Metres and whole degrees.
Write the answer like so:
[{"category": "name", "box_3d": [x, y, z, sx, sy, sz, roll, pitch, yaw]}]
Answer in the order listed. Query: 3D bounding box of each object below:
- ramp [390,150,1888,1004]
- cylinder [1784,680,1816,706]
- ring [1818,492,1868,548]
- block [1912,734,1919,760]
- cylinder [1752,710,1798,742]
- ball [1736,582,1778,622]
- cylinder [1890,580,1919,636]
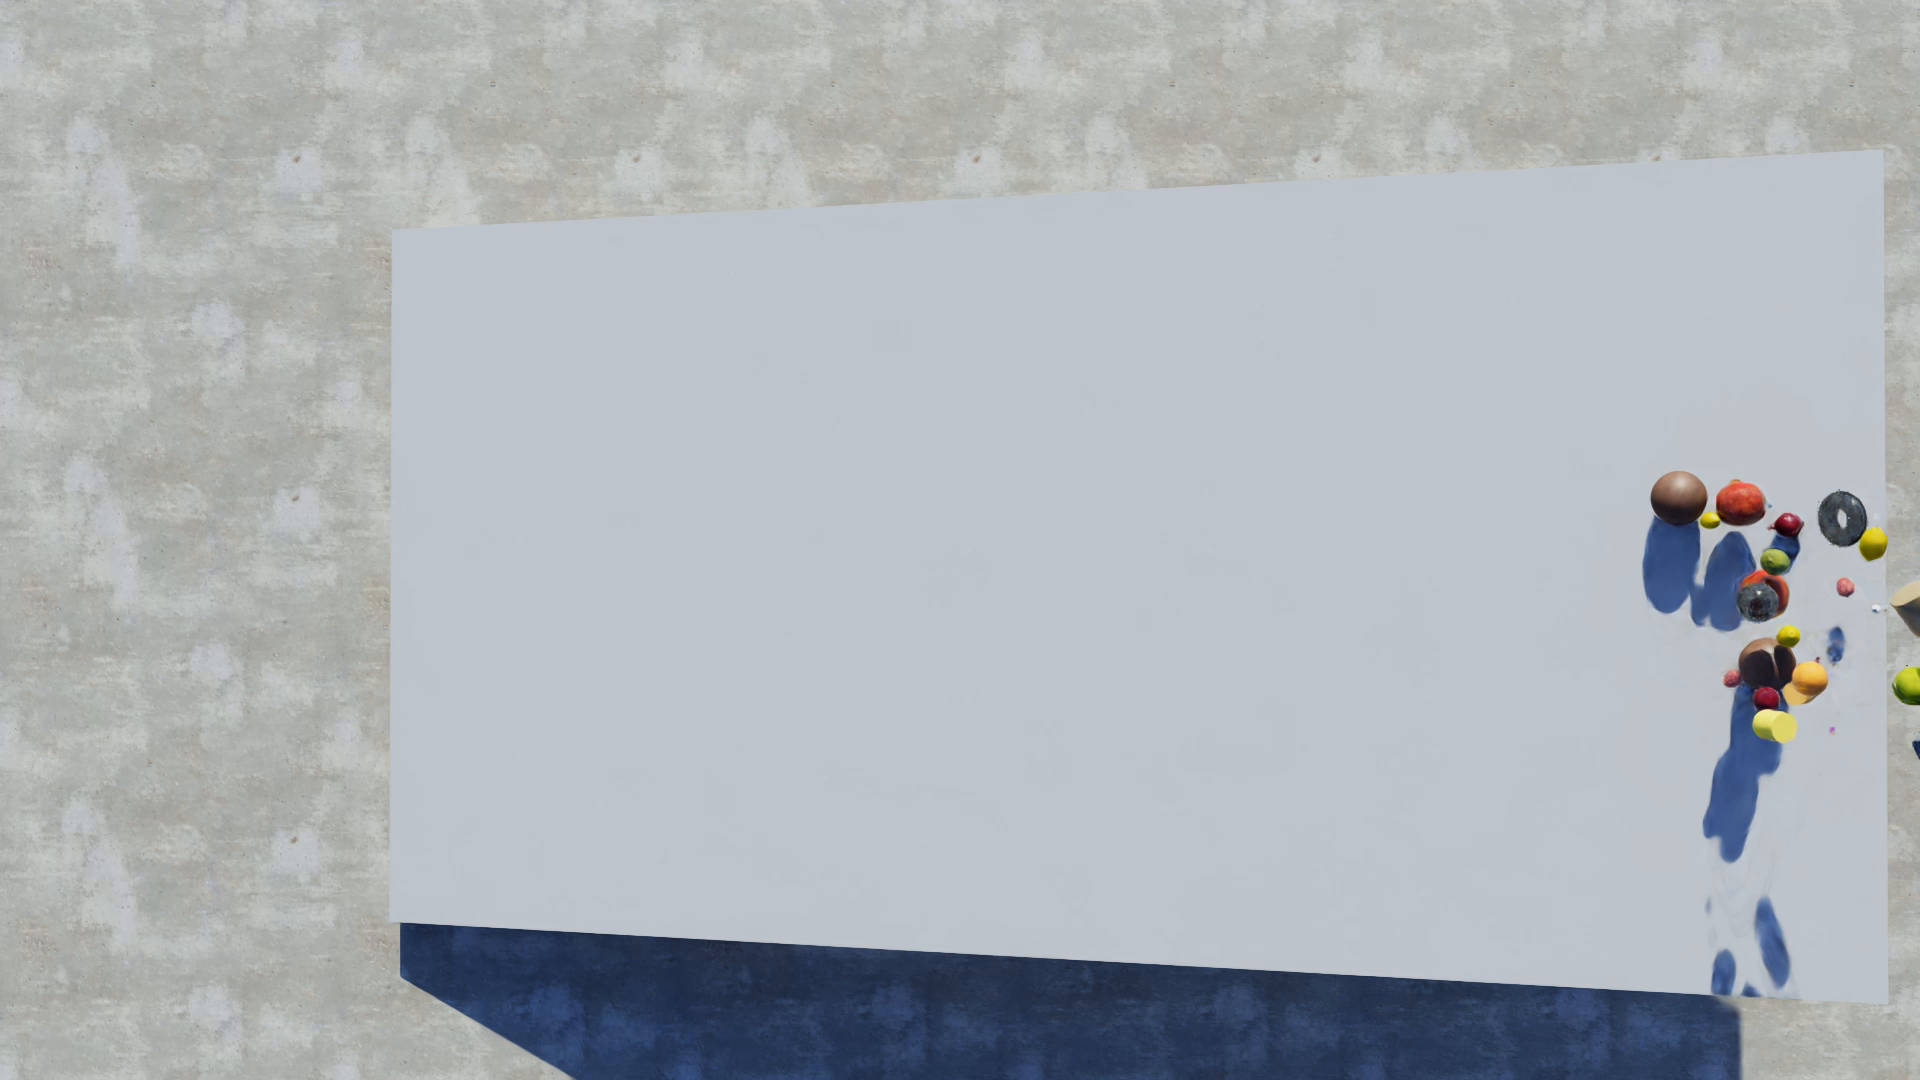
[{"category": "ramp", "box_3d": [0.275, 0.093, 5.797, 4.000, 0.100, 2.000, 0, 89, 18]}, {"category": "cylinder", "box_3d": [1.837, 0.334, 4.812, 0.053, 0.053, 0.053, 2, 94, 41]}, {"category": "ring", "box_3d": [1.883, -0.045, 4.692, 0.040, 0.121, 0.121, -7, 89, -25]}, {"category": "block", "box_3d": [1.846, 0.391, 4.073, 0.098, 0.098, 0.098, -27, 93, -43]}, {"category": "cylinder", "box_3d": [1.687, 0.385, 4.551, 0.062, 0.062, 0.062, -1, 92, -16]}, {"category": "ball", "box_3d": [1.701, 0.134, 4.692, 0.086, 0.086, 0.086, 0, 89, 0]}, {"category": "cylinder", "box_3d": [1.884, 0.134, 4.312, 0.080, 0.080, 0.080, -39, 98, -1]}]
